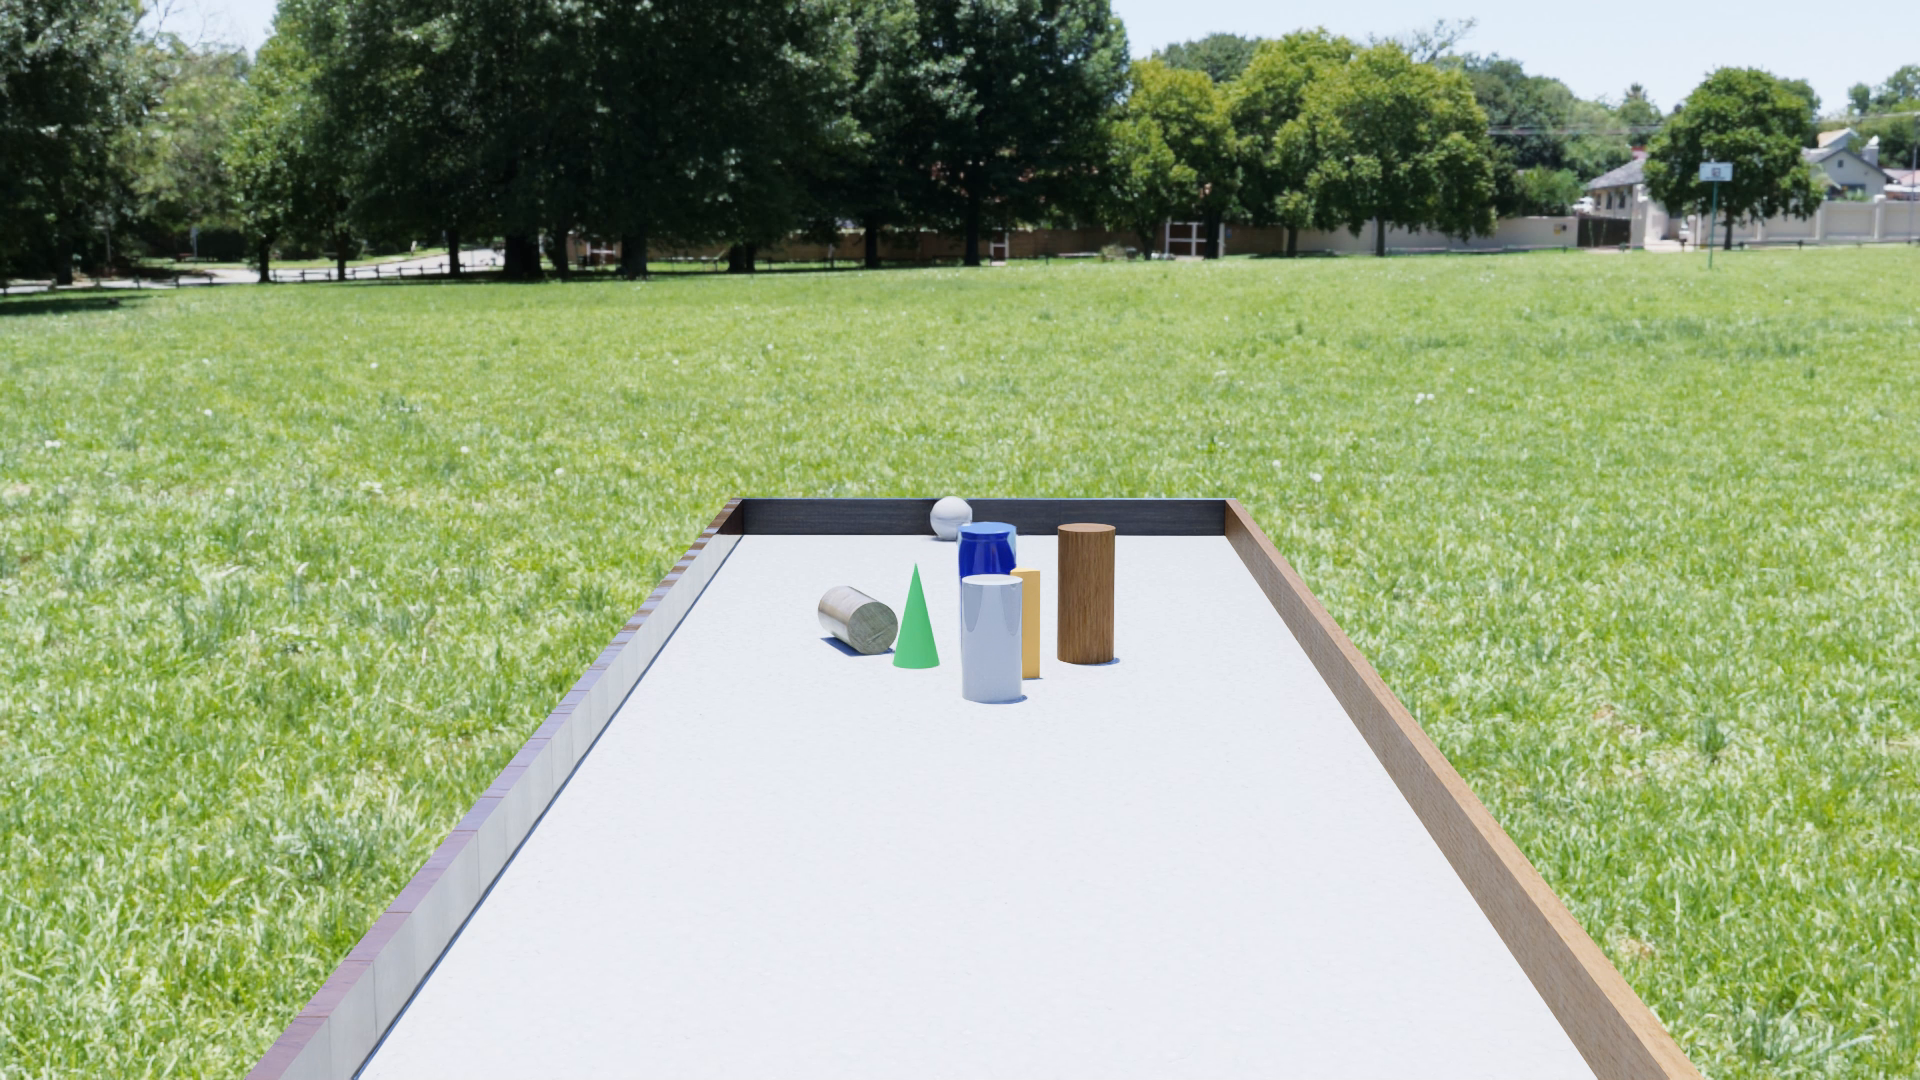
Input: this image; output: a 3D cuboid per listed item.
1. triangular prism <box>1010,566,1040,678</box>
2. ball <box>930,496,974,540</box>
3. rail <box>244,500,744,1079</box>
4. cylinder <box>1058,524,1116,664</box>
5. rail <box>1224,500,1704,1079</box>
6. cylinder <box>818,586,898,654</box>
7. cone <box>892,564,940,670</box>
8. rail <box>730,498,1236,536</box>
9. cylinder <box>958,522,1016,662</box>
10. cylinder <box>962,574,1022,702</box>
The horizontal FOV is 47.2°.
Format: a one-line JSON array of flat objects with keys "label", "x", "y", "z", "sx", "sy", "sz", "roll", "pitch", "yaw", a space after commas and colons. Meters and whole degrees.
[{"label": "triangular prism", "x": 0.181, "y": 0.242, "z": 6.459, "sx": 0.091, "sy": 0.319, "sz": 0.078, "roll": -2, "pitch": 9, "yaw": -14}, {"label": "ball", "x": -0.033, "y": -0.091, "z": 9.023, "sx": 0.176, "sy": 0.176, "sz": 0.176, "roll": 0, "pitch": 9, "yaw": 0}, {"label": "rail", "x": -1.004, "y": 0.839, "z": 3.234, "sx": 0.050, "sy": 0.150, "sz": 12.000, "roll": 0, "pitch": 9, "yaw": 1}, {"label": "cylinder", "x": 0.383, "y": 0.162, "z": 6.693, "sx": 0.174, "sy": 0.405, "sz": 0.174, "roll": 0, "pitch": 9, "yaw": 0}, {"label": "rail", "x": 1.046, "y": 0.843, "z": 3.208, "sx": 0.050, "sy": 0.150, "sz": 12.000, "roll": 0, "pitch": 9, "yaw": 1}, {"label": "cylinder", "x": -0.323, "y": 0.249, "z": 6.909, "sx": 0.165, "sy": 0.165, "sz": 0.309, "roll": -3, "pitch": 10, "yaw": -21}, {"label": "cone", "x": -0.132, "y": 0.218, "z": 6.619, "sx": 0.144, "sy": 0.318, "sz": 0.144, "roll": 0, "pitch": 9, "yaw": 0}, {"label": "rail", "x": 0.099, "y": -0.098, "z": 9.147, "sx": 2.100, "sy": 0.150, "sz": 0.050, "roll": 0, "pitch": 9, "yaw": 1}, {"label": "cylinder", "x": 0.084, "y": 0.162, "z": 6.661, "sx": 0.177, "sy": 0.407, "sz": 0.177, "roll": -1, "pitch": 12, "yaw": 0}, {"label": "cylinder", "x": 0.090, "y": 0.276, "z": 6.197, "sx": 0.172, "sy": 0.335, "sz": 0.172, "roll": 0, "pitch": 9, "yaw": 0}]
